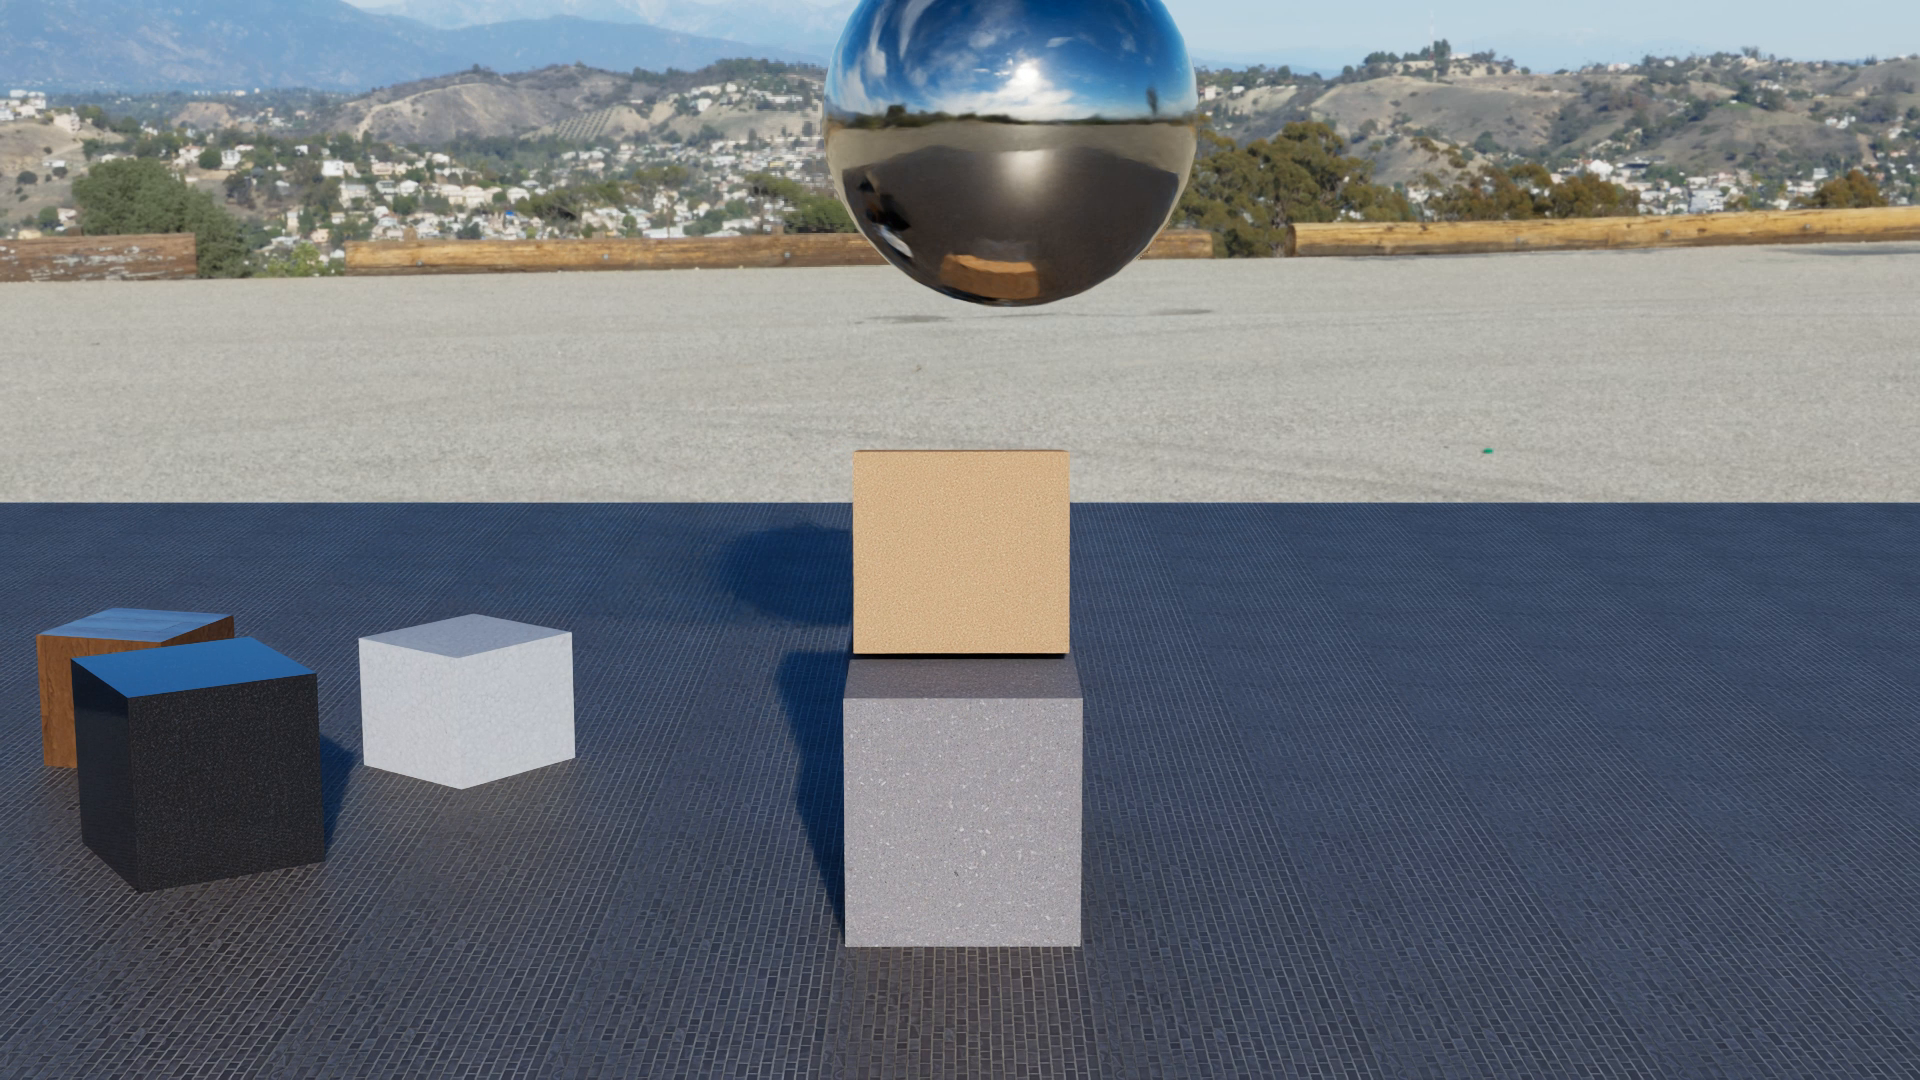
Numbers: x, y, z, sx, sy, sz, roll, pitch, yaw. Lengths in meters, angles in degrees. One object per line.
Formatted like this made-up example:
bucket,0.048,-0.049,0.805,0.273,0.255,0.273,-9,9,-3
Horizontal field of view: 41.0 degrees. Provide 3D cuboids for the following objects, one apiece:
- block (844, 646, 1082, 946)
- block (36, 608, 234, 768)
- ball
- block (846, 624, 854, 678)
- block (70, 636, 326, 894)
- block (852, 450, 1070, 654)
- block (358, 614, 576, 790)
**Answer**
block,0.011,1.059,10.838,0.959,1.039,0.971,0,10,0
block,-4.270,0.777,13.363,0.717,0.690,0.692,3,11,15
ball,0.213,-1.785,10.856,1.600,1.600,1.600,0,10,0
block,-0.015,0.912,11.847,0.970,0.967,1.033,0,10,0
block,-3.464,0.996,11.650,0.835,0.873,0.906,-7,12,-33
block,0.003,0.033,11.281,0.913,0.850,0.913,0,3,0
block,-2.534,0.816,13.213,0.751,0.667,0.769,8,13,37
